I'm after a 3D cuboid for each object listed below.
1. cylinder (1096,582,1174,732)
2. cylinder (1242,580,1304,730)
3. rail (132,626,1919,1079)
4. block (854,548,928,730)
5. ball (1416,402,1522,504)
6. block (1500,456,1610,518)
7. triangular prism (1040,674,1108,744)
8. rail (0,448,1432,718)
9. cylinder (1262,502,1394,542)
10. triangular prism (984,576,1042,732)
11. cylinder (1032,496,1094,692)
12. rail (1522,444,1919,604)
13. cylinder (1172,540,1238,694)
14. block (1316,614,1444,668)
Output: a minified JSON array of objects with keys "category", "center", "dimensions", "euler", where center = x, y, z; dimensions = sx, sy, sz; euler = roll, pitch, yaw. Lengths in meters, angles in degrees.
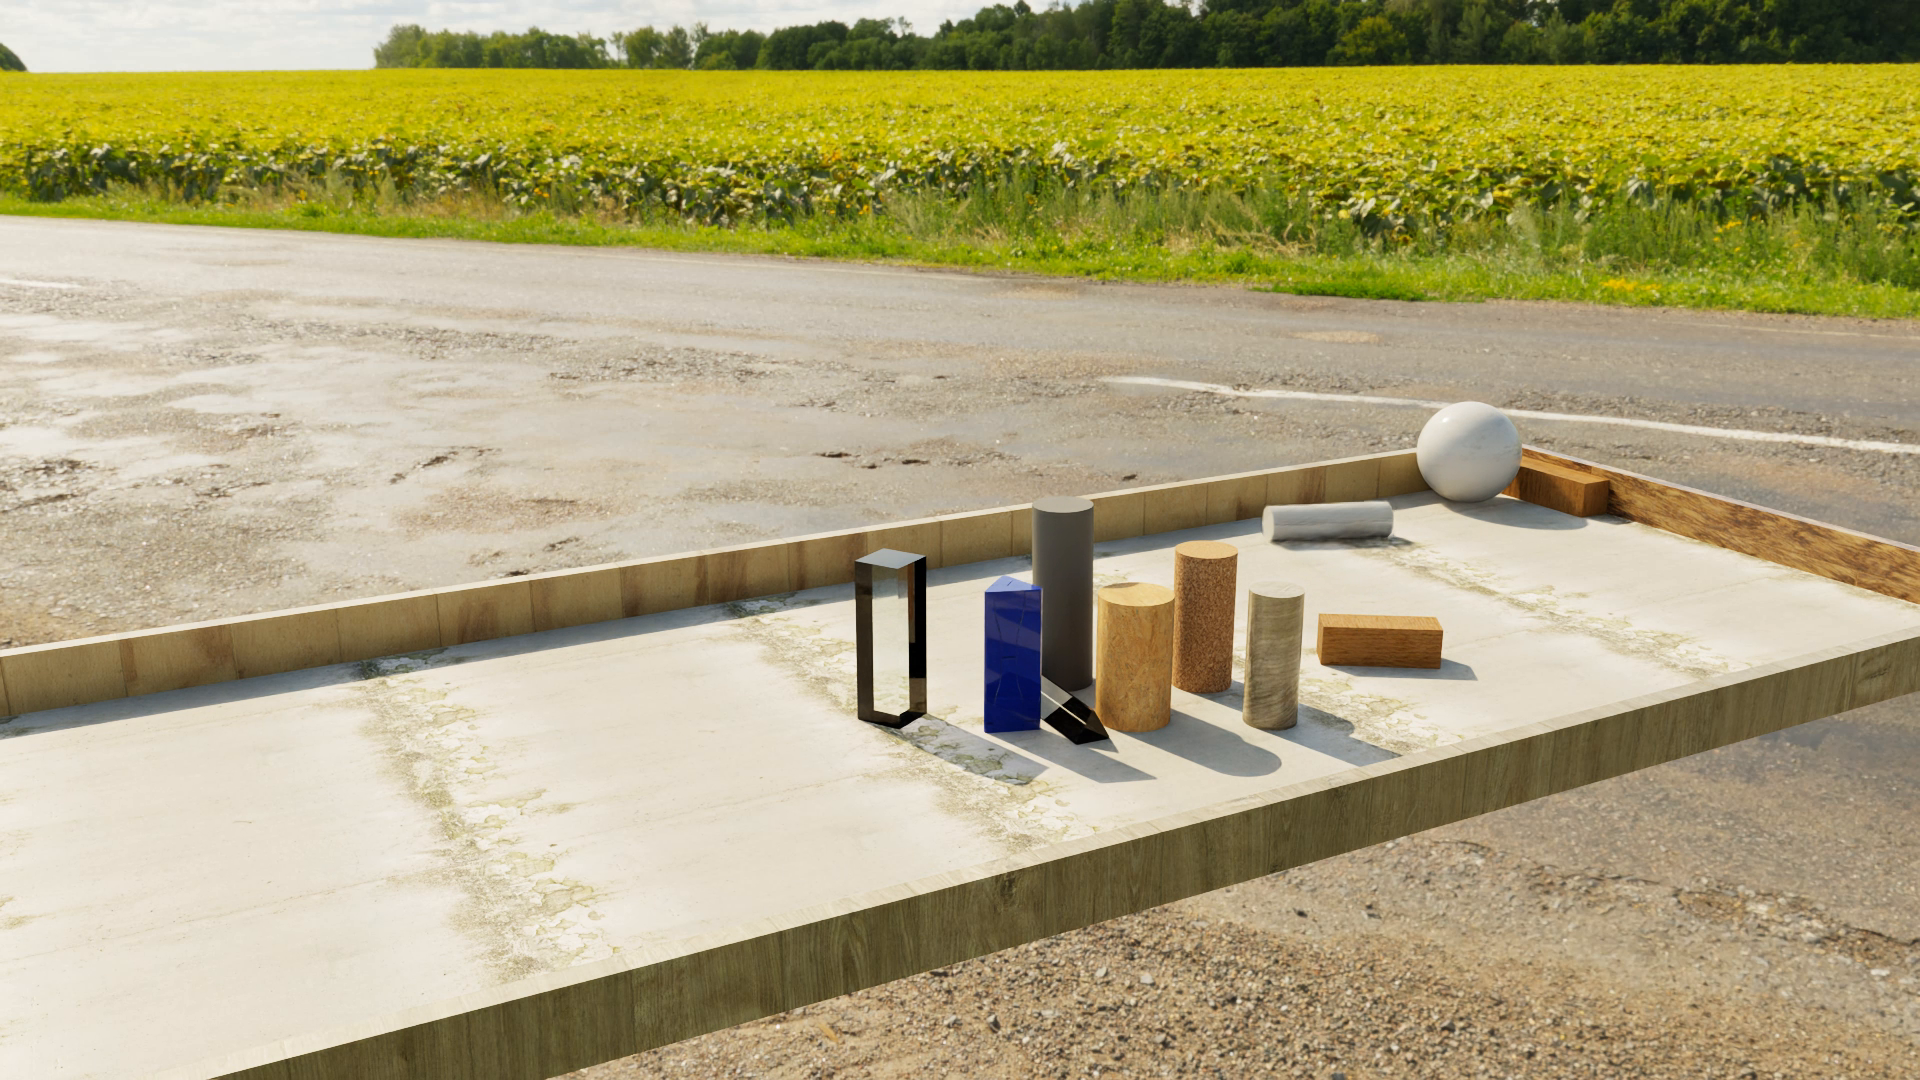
[{"category":"cylinder","center":[0.410,0.273,3.876],"dimensions":[0.178,0.309,0.178],"euler":[0,16,0]},{"category":"cylinder","center":[0.732,0.270,3.857],"dimensions":[0.127,0.326,0.127],"euler":[0,16,0]},{"category":"rail","center":[-2.336,1.006,1.665],"dimensions":[12.000,0.150,0.050],"euler":[-9,18,-27]},{"category":"block","center":[-0.161,0.231,3.872],"dimensions":[0.119,0.393,0.119],"euler":[10,19,30]},{"category":"ball","center":[1.780,-0.307,5.766],"dimensions":[0.356,0.356,0.356],"euler":[0,16,0]},{"category":"block","center":[2.072,-0.190,5.791],"dimensions":[0.119,0.119,0.402],"euler":[-9,18,-27]},{"category":"triangular prism","center":[0.223,0.376,3.934],"dimensions":[0.088,0.076,0.381],"euler":[-8,18,-24]},{"category":"rail","center":[-3.305,0.497,3.399],"dimensions":[12.000,0.150,0.050],"euler":[-9,18,-27]},{"category":"cylinder","center":[1.194,-0.060,5.355],"dimensions":[0.400,0.114,0.114],"euler":[-2,17,-8]},{"category":"triangular prism","center":[0.112,0.264,3.847],"dimensions":[0.132,0.345,0.115],"euler":[-3,17,-10]},{"category":"cylinder","center":[0.254,0.133,4.081],"dimensions":[0.150,0.460,0.150],"euler":[-1,17,0]},{"category":"rail","center":[2.466,-0.048,5.253],"dimensions":[0.050,0.150,2.100],"euler":[-9,18,-27]},{"category":"cylinder","center":[0.604,0.190,4.090],"dimensions":[0.152,0.348,0.152],"euler":[0,16,0]},{"category":"block","center":[1.086,0.262,4.278],"dimensions":[0.301,0.105,0.105],"euler":[2,16,5]}]
